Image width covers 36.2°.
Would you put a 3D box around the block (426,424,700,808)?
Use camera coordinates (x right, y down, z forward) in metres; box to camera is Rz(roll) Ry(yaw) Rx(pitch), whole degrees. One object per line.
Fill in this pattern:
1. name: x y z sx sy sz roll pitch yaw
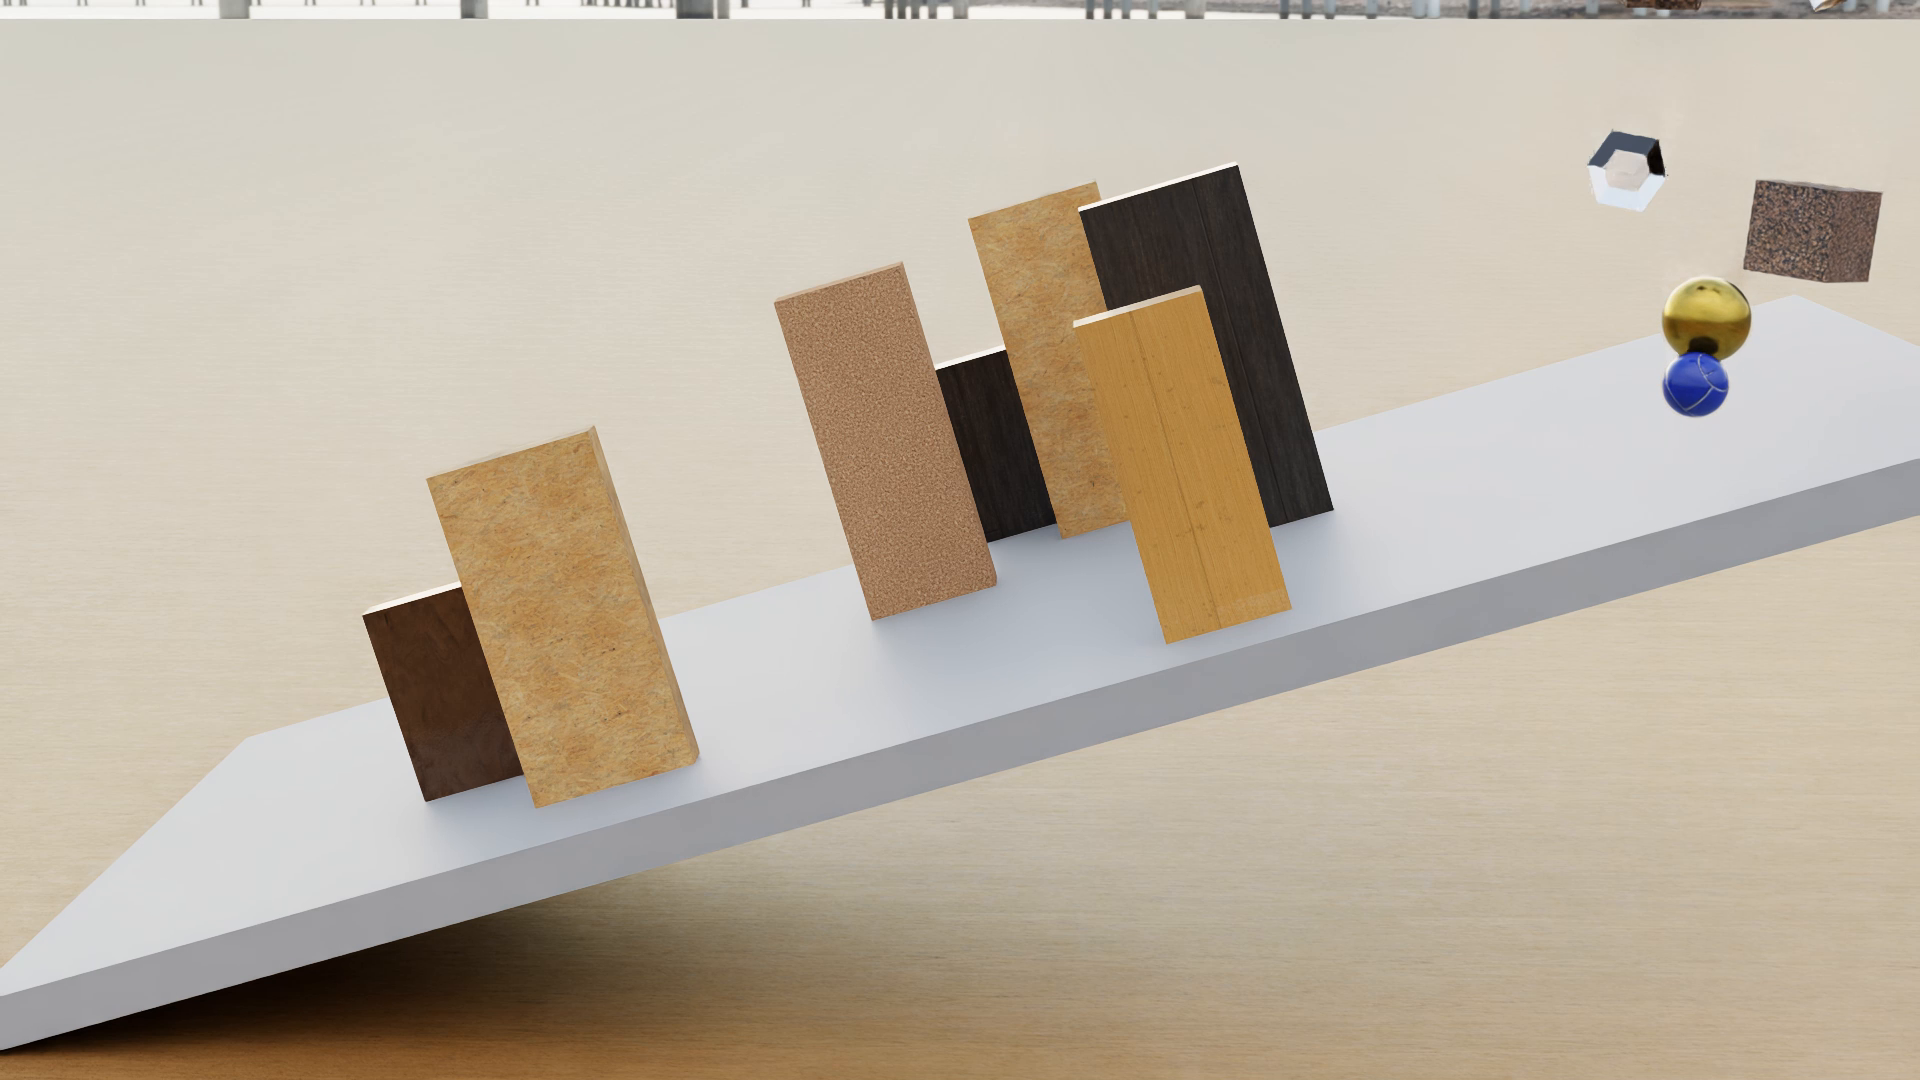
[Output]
1. block: -0.762 0.149 5.674 0.324 0.676 0.090 -16 10 5

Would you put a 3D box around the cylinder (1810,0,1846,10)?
1. cylinder: 1.724 -1.142 5.803 0.143 0.143 0.143 -22 -6 -3

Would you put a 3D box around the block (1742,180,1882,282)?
1. block: 1.827 -0.662 6.305 0.194 0.194 0.194 16 15 42

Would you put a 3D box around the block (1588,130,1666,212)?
1. block: 1.424 -0.788 6.278 0.110 0.110 0.110 18 59 37

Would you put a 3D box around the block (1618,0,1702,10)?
1. block: 1.399 -1.192 5.938 0.179 0.179 0.179 -2 33 -24

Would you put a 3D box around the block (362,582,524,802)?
1. block: -1.025 0.301 6.054 0.279 0.410 0.082 -16 10 5

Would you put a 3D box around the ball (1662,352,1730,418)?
1. ball: 1.484 -0.313 5.933 0.133 0.133 0.133 0 11 0

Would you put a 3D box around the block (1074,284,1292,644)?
1. block: 0.415 -0.140 5.476 0.243 0.619 0.100 -16 10 5

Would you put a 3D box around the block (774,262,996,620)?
1. block: -0.162 -0.218 6.519 0.288 0.740 0.109 -16 10 5

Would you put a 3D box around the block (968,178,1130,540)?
1. block: 0.274 -0.416 6.791 0.304 0.772 0.094 -16 10 5

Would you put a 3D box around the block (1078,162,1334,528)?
1. block: 0.522 -0.385 6.241 0.344 0.759 0.106 -16 10 5

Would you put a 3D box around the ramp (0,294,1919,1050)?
1. ramp: 0.091 0.187 6.319 4.000 0.100 2.000 -16 10 5

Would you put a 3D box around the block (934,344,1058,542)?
1. block: 0.154 -0.251 7.062 0.316 0.436 0.105 -16 10 5

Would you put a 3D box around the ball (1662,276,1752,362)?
1. ball: 1.524 -0.450 6.004 0.179 0.179 0.179 0 11 0
